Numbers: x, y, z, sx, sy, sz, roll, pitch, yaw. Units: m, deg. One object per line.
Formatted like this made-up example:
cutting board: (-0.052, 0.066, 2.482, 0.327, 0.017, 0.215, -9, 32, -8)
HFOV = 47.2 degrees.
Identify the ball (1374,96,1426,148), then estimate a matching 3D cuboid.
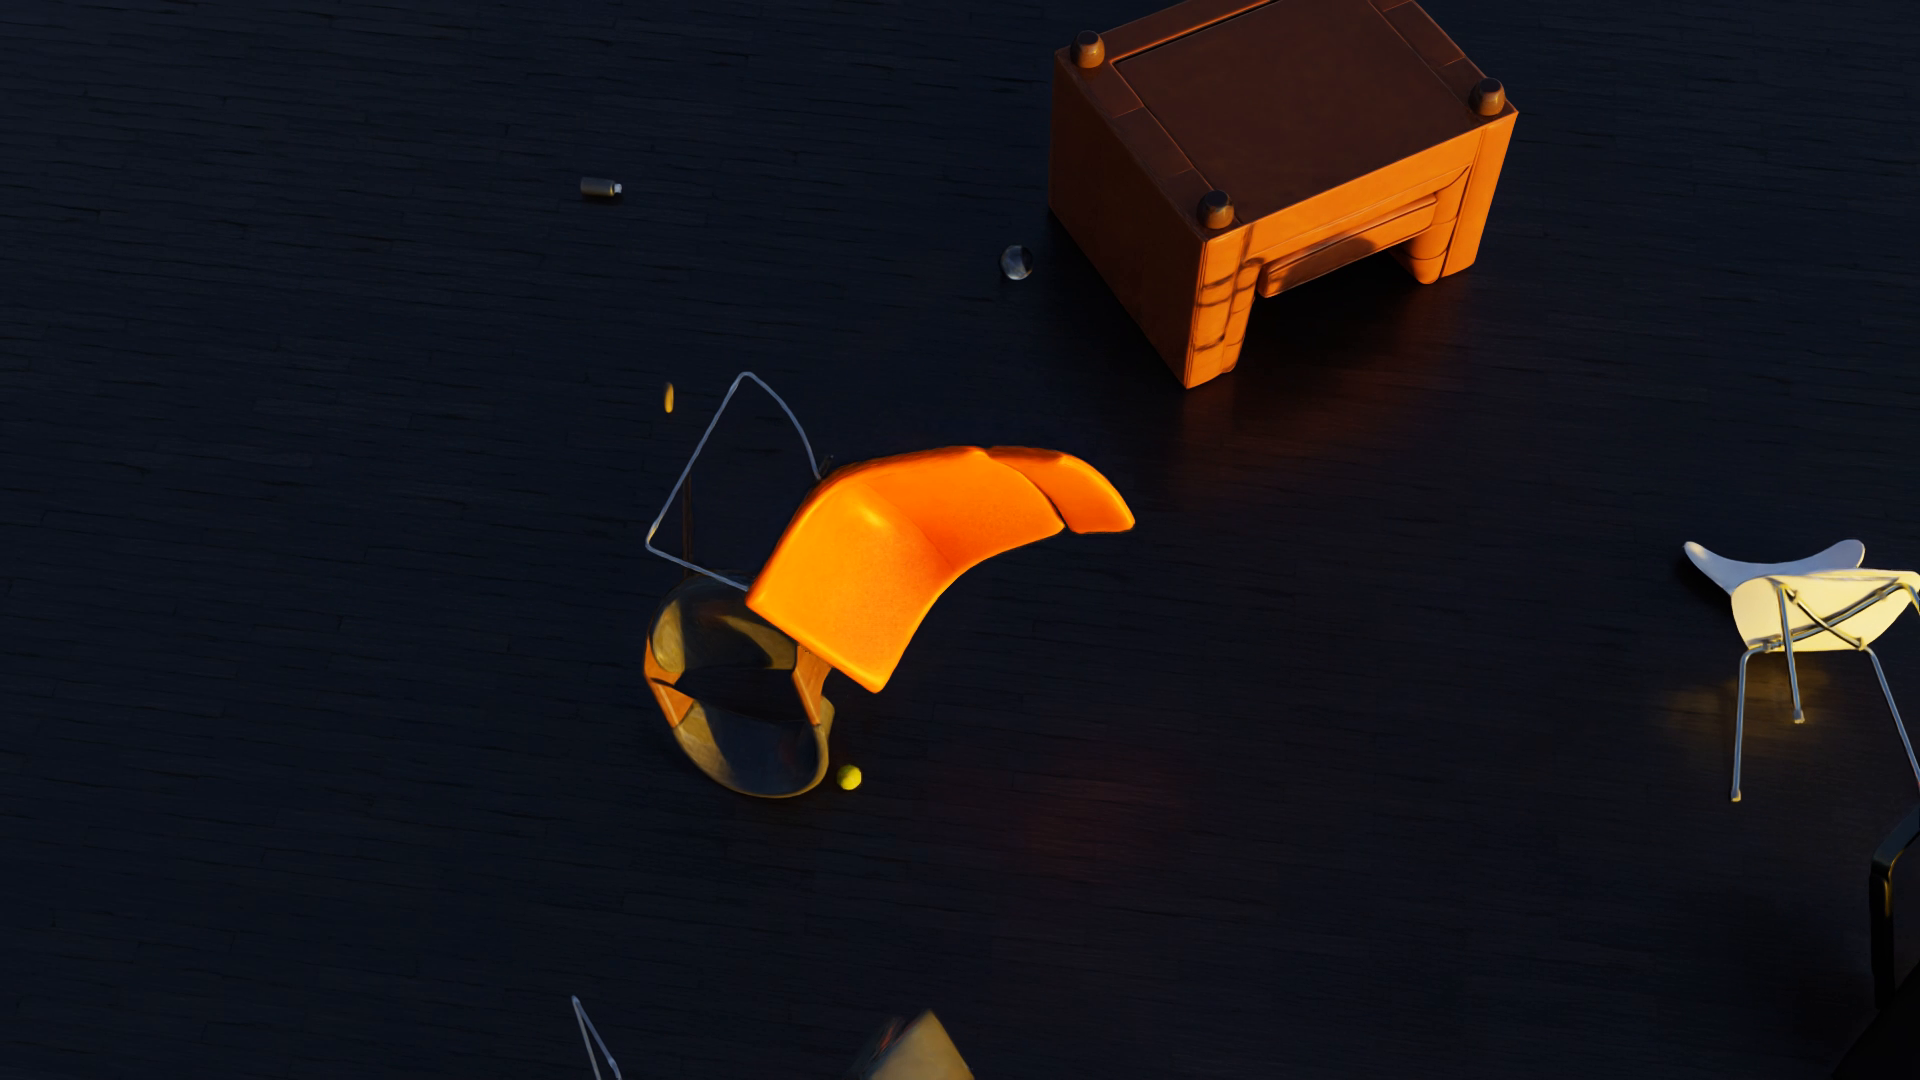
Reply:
ball: (1.485, -1.409, 7.416, 0.172, 0.172, 0.172, 0, 56, 0)

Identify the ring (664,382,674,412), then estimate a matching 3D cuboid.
ring: (-0.904, -0.443, 6.818, 0.025, 0.091, 0.102, -1, 43, -1)

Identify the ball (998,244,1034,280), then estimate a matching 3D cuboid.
ball: (0.183, -0.897, 7.107, 0.115, 0.115, 0.115, 0, 56, 0)
